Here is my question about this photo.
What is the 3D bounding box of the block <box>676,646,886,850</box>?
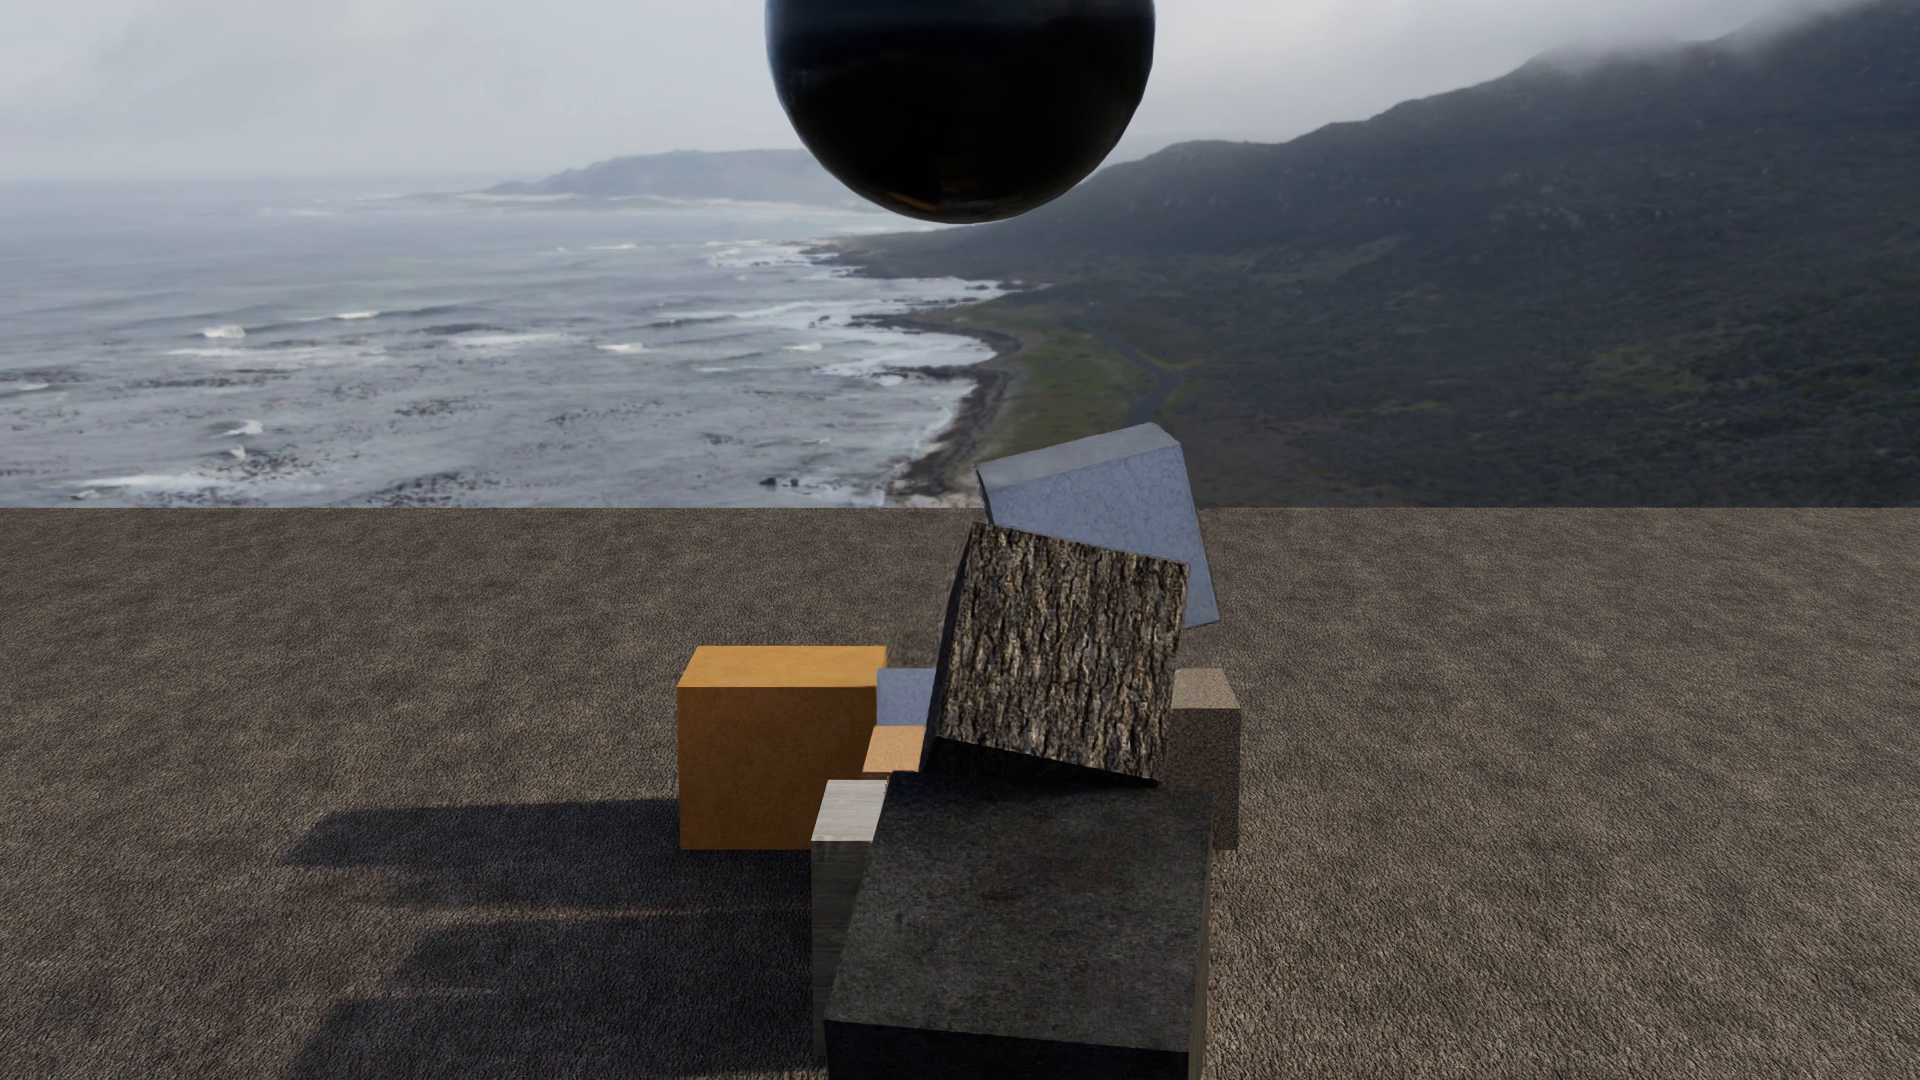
[{"bbox_3d":[-0.899,1.059,11.392,1.004,0.840,0.894,0,10,0],"label":"block"}]

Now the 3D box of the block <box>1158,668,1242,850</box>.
[{"bbox_3d":[0.952,1.119,11.371,0.881,0.730,0.833,0,10,0],"label":"block"}]

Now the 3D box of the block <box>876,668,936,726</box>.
[{"bbox_3d":[0.050,1.071,10.687,0.880,0.800,0.920,0,-10,0],"label":"block"}]

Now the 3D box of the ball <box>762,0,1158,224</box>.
[{"bbox_3d":[0.000,-2.093,8.958,1.600,1.600,1.600,0,10,0],"label":"ball"}]

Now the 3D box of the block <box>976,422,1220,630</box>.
[{"bbox_3d":[0.438,-0.002,7.250,0.625,0.579,0.643,-14,10,0],"label":"block"}]

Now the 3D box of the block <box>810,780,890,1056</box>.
[{"bbox_3d":[-0.110,1.504,8.859,0.899,0.870,0.815,0,10,1],"label":"block"}]

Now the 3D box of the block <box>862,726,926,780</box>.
[{"bbox_3d":[0.000,1.343,9.766,0.807,0.863,0.751,0,10,2],"label":"block"}]

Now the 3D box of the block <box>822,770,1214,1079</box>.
[{"bbox_3d":[0.193,1.262,5.825,0.876,0.846,0.924,3,35,9],"label":"block"}]

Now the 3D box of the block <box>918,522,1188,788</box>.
[{"bbox_3d":[0.255,0.412,6.285,0.621,0.652,0.534,12,-26,-3],"label":"block"}]
